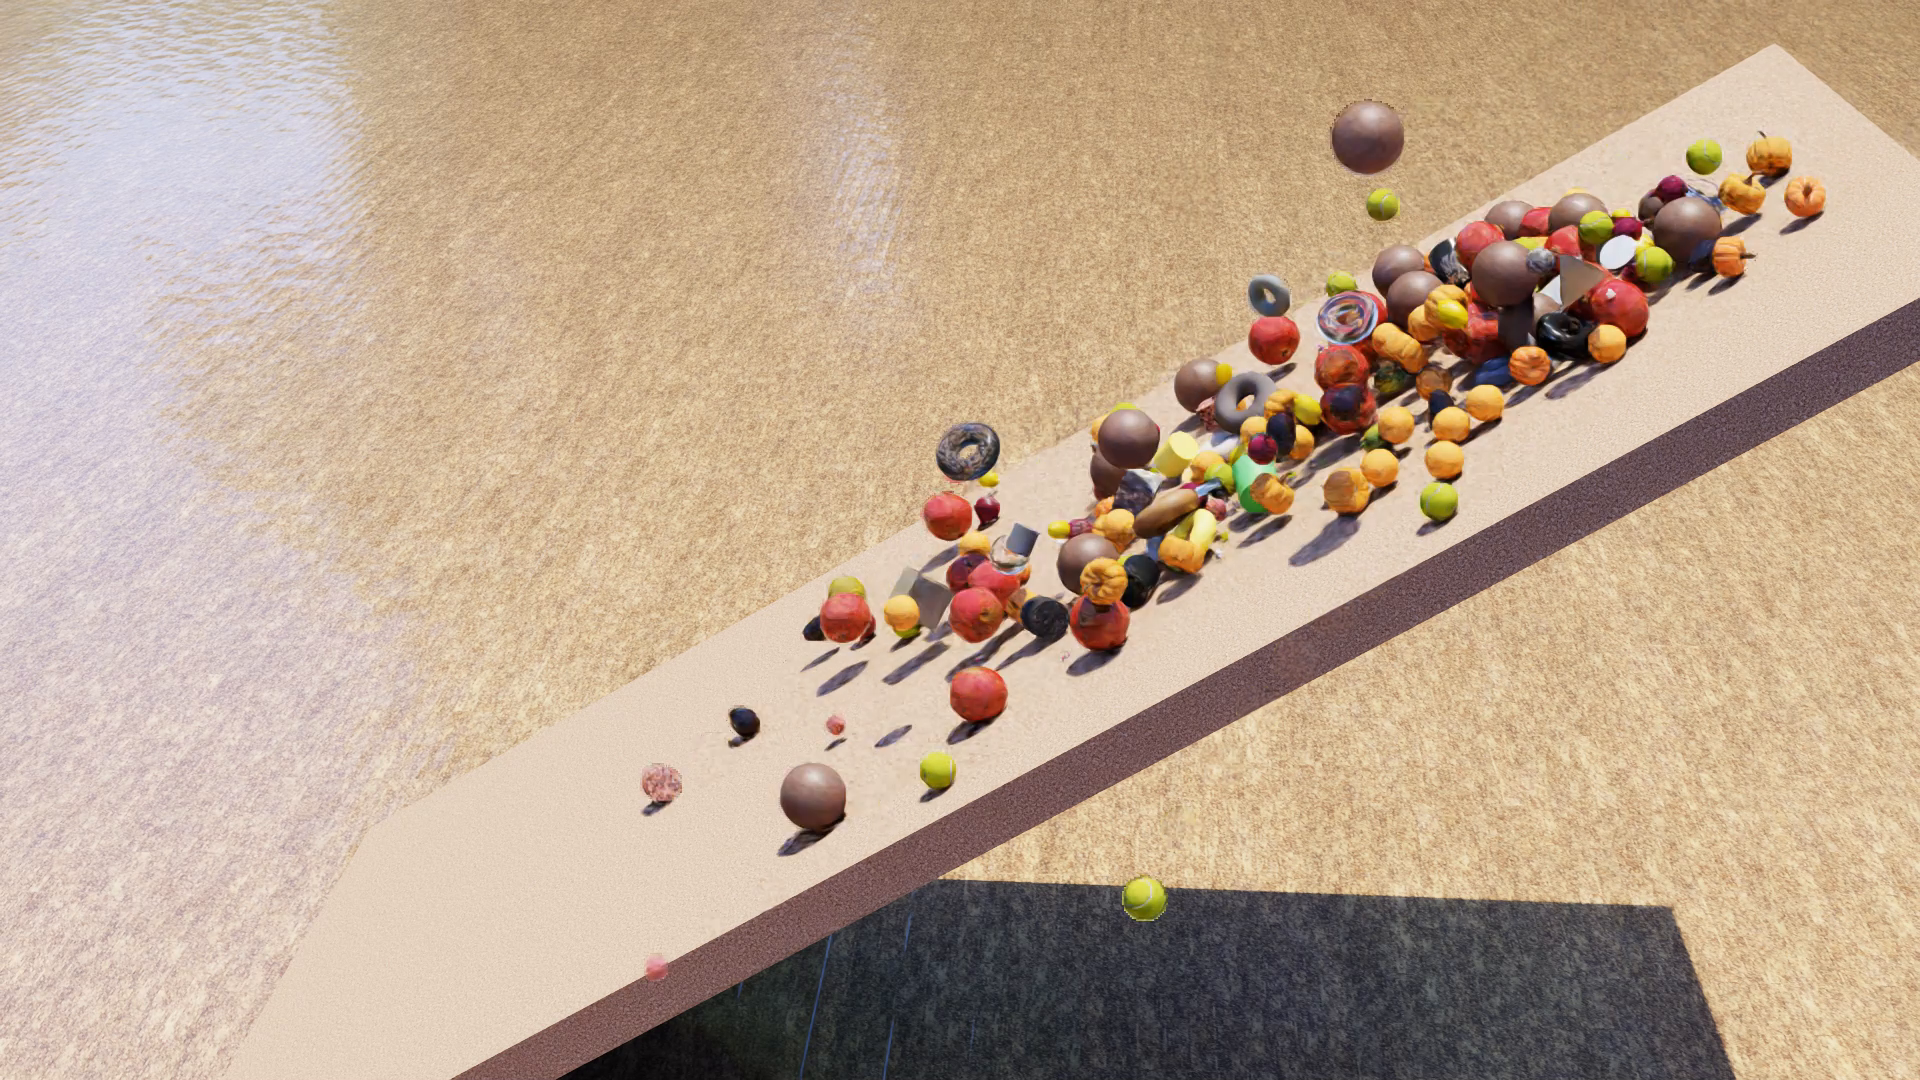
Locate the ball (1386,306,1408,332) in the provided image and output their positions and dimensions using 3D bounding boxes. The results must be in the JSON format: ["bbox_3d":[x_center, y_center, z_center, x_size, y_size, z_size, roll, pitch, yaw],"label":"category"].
[{"bbox_3d":[0.957,-0.483,6.417,0.056,0.056,0.056,0,19,0],"label":"ball"}]

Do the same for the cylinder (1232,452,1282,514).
[{"bbox_3d":[0.591,-0.114,5.854,0.086,0.086,0.086,-2,44,-7],"label":"cylinder"}]

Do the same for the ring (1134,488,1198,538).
[{"bbox_3d":[0.410,-0.053,5.845,0.146,0.049,0.146,-29,-11,-6],"label":"ring"}]

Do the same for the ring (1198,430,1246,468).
[{"bbox_3d":[0.564,-0.198,6.331,0.118,0.039,0.118,-31,16,10],"label":"ring"}]

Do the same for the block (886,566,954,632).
[{"bbox_3d":[-0.085,0.123,6.223,0.092,0.092,0.092,28,3,-21],"label":"block"}]

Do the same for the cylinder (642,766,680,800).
[{"bbox_3d":[-0.650,0.528,6.391,0.072,0.072,0.072,-6,2,-17],"label":"cylinder"}]

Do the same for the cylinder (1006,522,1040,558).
[{"bbox_3d":[0.124,0.000,5.858,0.053,0.053,0.053,23,4,-2],"label":"cylinder"}]

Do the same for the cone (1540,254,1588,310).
[{"bbox_3d":[1.207,-0.518,5.795,0.100,0.100,0.100,16,20,-6],"label":"cone"}]

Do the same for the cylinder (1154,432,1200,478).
[{"bbox_3d":[0.468,-0.184,6.372,0.073,0.073,0.073,16,51,-21],"label":"cylinder"}]

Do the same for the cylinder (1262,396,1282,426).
[{"bbox_3d":[0.659,-0.284,6.346,0.055,0.055,0.055,12,65,31],"label":"cylinder"}]

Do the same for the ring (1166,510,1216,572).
[{"bbox_3d":[0.456,0.001,5.820,0.046,0.138,0.138,32,13,-16],"label":"ring"}]

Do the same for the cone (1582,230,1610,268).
[{"bbox_3d":[1.323,-0.583,5.985,0.083,0.083,0.083,8,17,-15],"label":"cone"}]

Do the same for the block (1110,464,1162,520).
[{"bbox_3d":[0.375,-0.098,6.239,0.076,0.076,0.076,23,39,6],"label":"block"}]

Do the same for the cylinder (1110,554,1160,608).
[{"bbox_3d":[0.345,0.081,5.798,0.077,0.077,0.077,8,31,21],"label":"cylinder"}]

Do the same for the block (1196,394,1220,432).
[{"bbox_3d":[0.570,-0.286,6.577,0.054,0.054,0.054,-24,17,29],"label":"block"}]

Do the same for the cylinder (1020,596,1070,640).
[{"bbox_3d":[0.171,0.156,5.902,0.080,0.080,0.080,-5,7,-13],"label":"cylinder"}]

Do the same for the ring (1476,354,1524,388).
[{"bbox_3d":[1.057,-0.332,5.755,0.103,0.034,0.103,-23,18,8],"label":"ring"}]

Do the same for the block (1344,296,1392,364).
[{"bbox_3d":[0.880,-0.458,6.418,0.093,0.093,0.093,-28,15,17],"label":"block"}]

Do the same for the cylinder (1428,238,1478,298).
[{"bbox_3d":[1.050,-0.575,6.220,0.091,0.091,0.091,-6,54,-16],"label":"cylinder"}]

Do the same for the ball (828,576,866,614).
[{"bbox_3d":[-0.265,0.129,6.872,0.091,0.091,0.091,0,19,0],"label":"ball"}]

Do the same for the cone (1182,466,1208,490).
[{"bbox_3d":[0.491,-0.118,6.252,0.056,0.056,0.056,-6,-24,-18],"label":"cone"}]

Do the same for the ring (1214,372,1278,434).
[{"bbox_3d":[0.613,-0.295,6.312,0.149,0.149,0.050,19,-17,43],"label":"ring"}]

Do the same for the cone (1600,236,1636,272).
[{"bbox_3d":[1.313,-0.546,5.798,0.078,0.078,0.078,23,-12,48],"label":"cone"}]

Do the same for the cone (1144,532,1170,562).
[{"bbox_3d":[0.395,-0.005,5.921,0.085,0.085,0.085,-21,4,1],"label":"cone"}]

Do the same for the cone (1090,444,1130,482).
[{"bbox_3d":[0.322,-0.195,6.654,0.092,0.092,0.092,39,-5,-35],"label":"cone"}]

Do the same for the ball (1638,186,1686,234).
[{"bbox_3d":[1.427,-0.670,5.981,0.095,0.095,0.095,0,19,0],"label":"ball"}]

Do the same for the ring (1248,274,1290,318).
[{"bbox_3d":[0.635,-0.501,6.033,0.097,0.097,0.032,14,39,35],"label":"ring"}]

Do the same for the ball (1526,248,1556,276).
[{"bbox_3d":[1.095,-0.525,5.554,0.056,0.056,0.056,0,19,0],"label":"ball"}]

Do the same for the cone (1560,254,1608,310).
[{"bbox_3d":[1.136,-0.466,5.452,0.096,0.096,0.096,25,2,-1],"label":"cone"}]

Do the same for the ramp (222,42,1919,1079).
[{"bbox_3d":[0.142,0.168,6.287,4.000,0.100,2.000,-29,15,12],"label":"ramp"}]

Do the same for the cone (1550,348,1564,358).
[{"bbox_3d":[1.180,-0.379,5.665,0.065,0.065,0.065,10,21,32],"label":"cone"}]

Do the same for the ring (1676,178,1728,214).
[{"bbox_3d":[1.496,-0.692,5.924,0.108,0.036,0.108,9,36,-6],"label":"ring"}]

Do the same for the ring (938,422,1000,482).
[{"bbox_3d":[0.018,-0.187,6.246,0.143,0.048,0.143,-13,54,18],"label":"ring"}]

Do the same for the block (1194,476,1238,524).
[{"bbox_3d":[0.515,-0.077,5.982,0.068,0.068,0.068,-30,15,8],"label":"block"}]

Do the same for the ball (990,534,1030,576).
[{"bbox_3d":[0.102,0.031,6.036,0.085,0.085,0.085,0,19,0],"label":"ball"}]

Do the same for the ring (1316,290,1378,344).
[{"bbox_3d":[0.770,-0.442,5.847,0.124,0.041,0.124,-13,53,17],"label":"ring"}]

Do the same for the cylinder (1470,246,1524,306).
[{"bbox_3d":[1.083,-0.532,5.929,0.089,0.089,0.089,-2,-25,-6],"label":"cylinder"}]

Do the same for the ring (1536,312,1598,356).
[{"bbox_3d":[1.159,-0.393,5.616,0.122,0.041,0.122,11,35,-8],"label":"ring"}]

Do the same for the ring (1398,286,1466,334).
[{"bbox_3d":[0.994,-0.485,6.196,0.141,0.141,0.047,3,59,8],"label":"ring"}]

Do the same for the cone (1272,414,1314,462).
[{"bbox_3d":[0.670,-0.223,6.093,0.090,0.090,0.090,-30,15,9],"label":"cone"}]

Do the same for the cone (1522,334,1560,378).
[{"bbox_3d":[1.105,-0.364,5.656,0.079,0.079,0.079,-22,12,5],"label":"cone"}]
